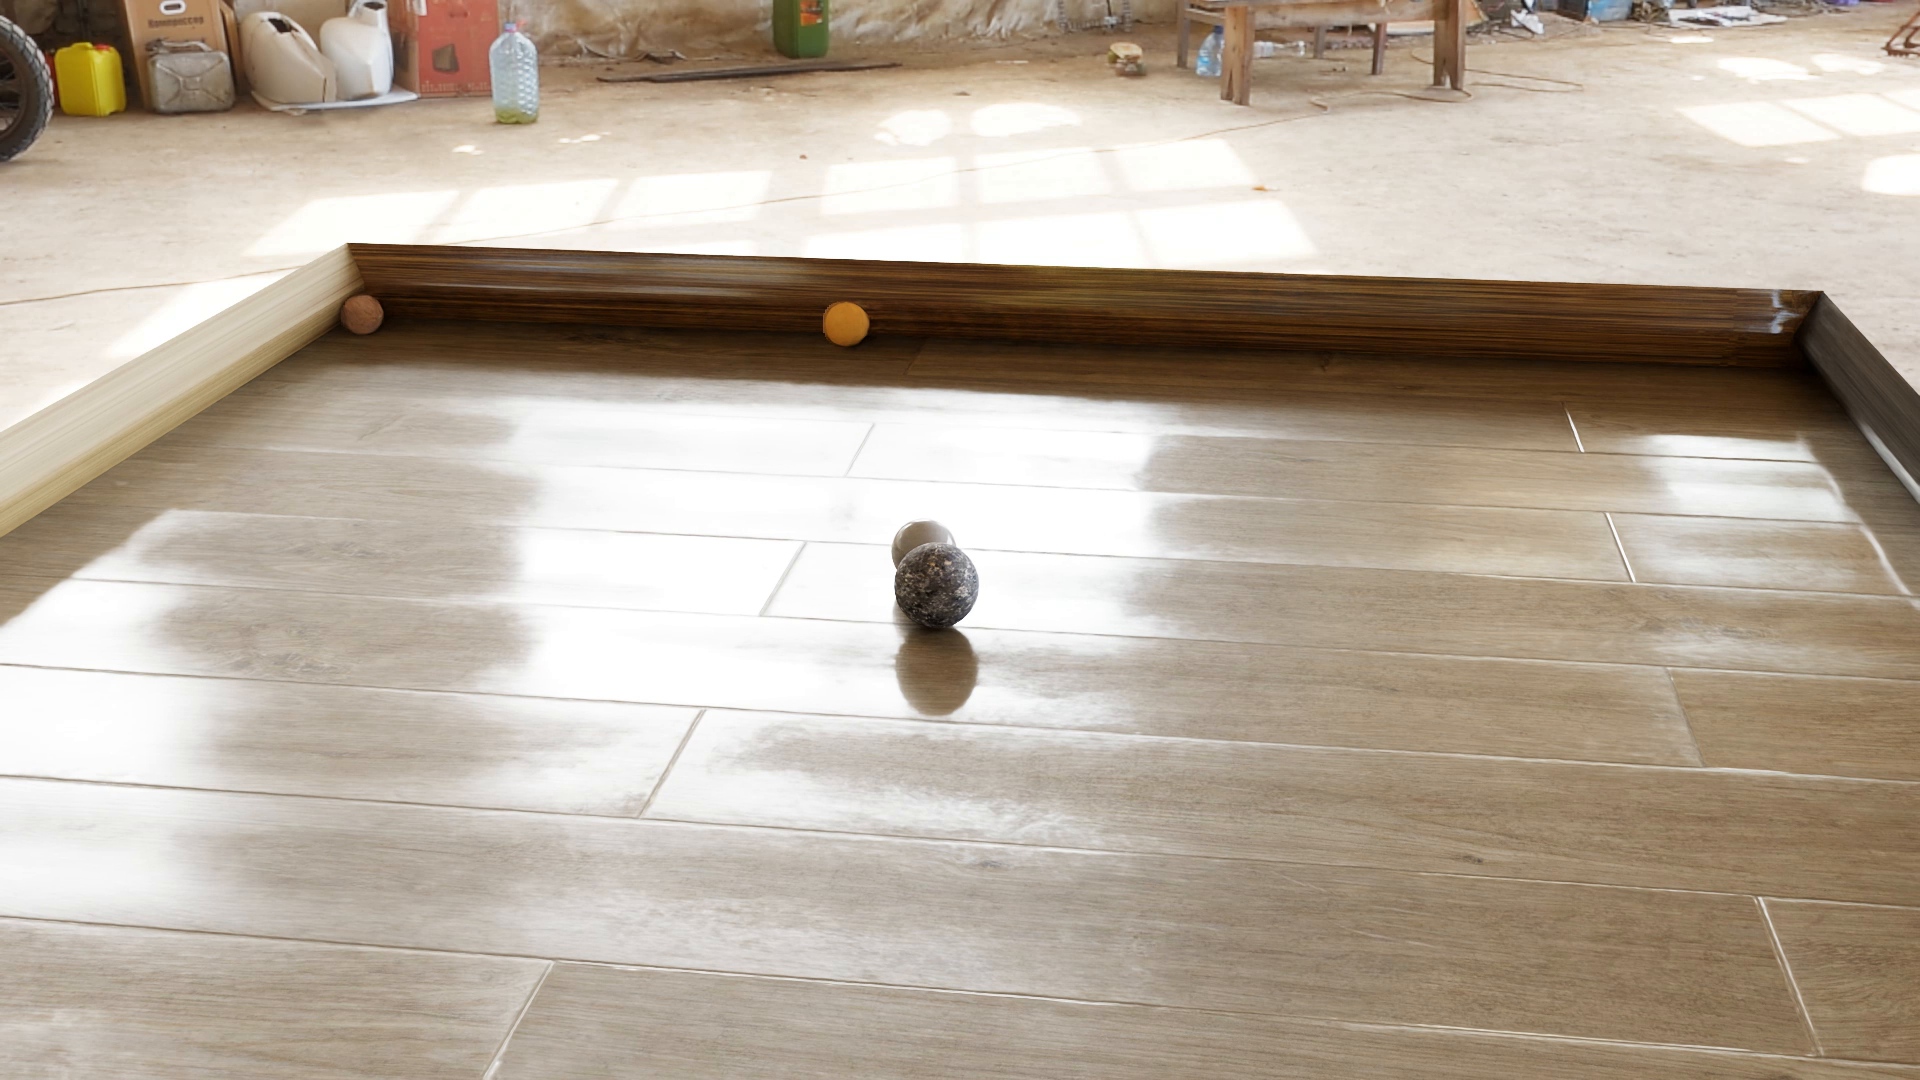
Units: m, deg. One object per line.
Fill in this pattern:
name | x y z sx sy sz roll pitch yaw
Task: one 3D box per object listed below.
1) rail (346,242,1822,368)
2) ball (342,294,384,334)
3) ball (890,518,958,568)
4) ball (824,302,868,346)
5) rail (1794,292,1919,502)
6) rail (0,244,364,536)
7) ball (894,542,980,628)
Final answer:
rail | 0.146 -0.380 3.579 2.411 0.126 0.045 3 21 8
ball | -0.993 -0.375 3.656 0.066 0.066 0.066 0 20 0
ball | -0.042 0.013 2.591 0.079 0.079 0.079 0 20 0
ball | -0.184 -0.351 3.582 0.072 0.072 0.072 0 20 0
rail | 1.020 0.400 1.480 0.045 0.126 4.234 3 21 8
rail | -1.320 0.284 1.793 0.045 0.126 4.234 3 21 8
ball | -0.026 0.051 2.465 0.097 0.097 0.097 0 20 0
